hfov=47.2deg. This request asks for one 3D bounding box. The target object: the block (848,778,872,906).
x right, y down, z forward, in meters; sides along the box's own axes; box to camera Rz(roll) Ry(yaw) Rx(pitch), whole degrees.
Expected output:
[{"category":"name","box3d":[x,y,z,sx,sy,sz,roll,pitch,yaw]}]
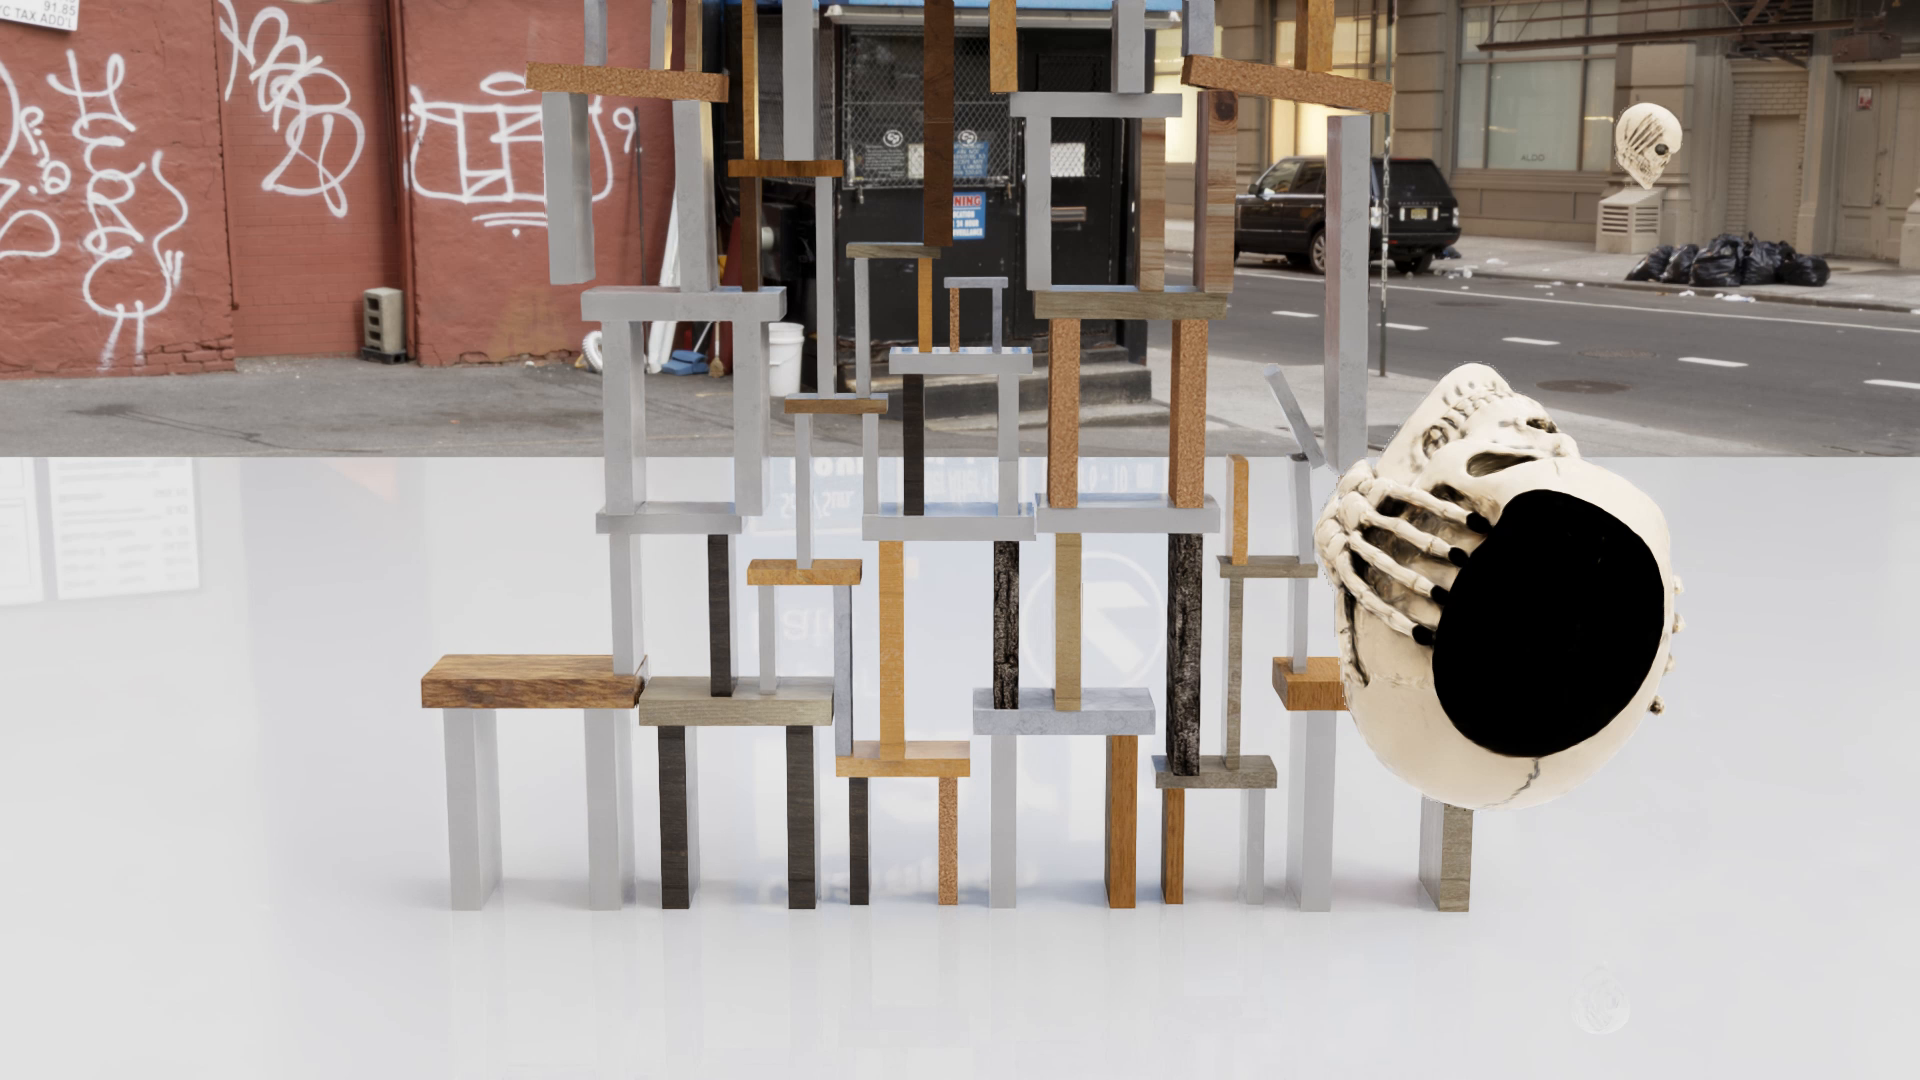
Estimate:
[{"category":"block","box3d":[-0.165,0.483,3.647,0.031,0.219,0.109,0,11,0]}]

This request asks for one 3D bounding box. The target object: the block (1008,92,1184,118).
[{"category":"block","box3d":[0.209,-0.679,3.434,0.265,0.037,0.132,1,11,0]}]

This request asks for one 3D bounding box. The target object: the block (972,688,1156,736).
[{"category":"block","box3d":[0.168,0.281,3.614,0.293,0.042,0.147,0,11,0]}]

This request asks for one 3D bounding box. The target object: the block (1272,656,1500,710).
[{"category":"block","box3d":[0.692,0.234,3.600,0.338,0.048,0.169,0,11,0]}]

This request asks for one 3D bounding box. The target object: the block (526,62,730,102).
[{"category":"block","box3d":[-0.515,-0.713,3.429,0.292,0.041,0.146,4,11,0]}]

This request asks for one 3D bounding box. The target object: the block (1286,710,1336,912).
[{"category":"block","box3d":[0.580,0.424,3.635,0.048,0.338,0.169,0,11,0]}]

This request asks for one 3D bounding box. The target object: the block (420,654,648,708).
[{"category":"block","box3d":[-0.693,0.231,3.606,0.340,0.048,0.170,0,11,0]}]

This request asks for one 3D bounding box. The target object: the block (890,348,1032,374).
[{"category":"block","box3d":[0.001,-0.286,3.505,0.225,0.032,0.113,0,11,0]}]

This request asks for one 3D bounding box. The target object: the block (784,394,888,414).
[{"category":"block","box3d":[-0.196,-0.219,3.518,0.161,0.023,0.081,0,11,0]}]

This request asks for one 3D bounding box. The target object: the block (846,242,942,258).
[{"category":"block","box3d":[-0.104,-0.459,3.479,0.148,0.021,0.074,0,11,0]}]

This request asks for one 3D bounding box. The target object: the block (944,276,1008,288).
[{"category":"block","box3d":[0.025,-0.408,3.481,0.101,0.014,0.050,0,10,0]}]

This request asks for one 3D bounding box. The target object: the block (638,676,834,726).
[{"category":"block","box3d":[-0.362,0.264,3.610,0.310,0.044,0.155,0,11,0]}]

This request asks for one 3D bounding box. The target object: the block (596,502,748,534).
[{"category":"block","box3d":[-0.463,-0.036,3.551,0.232,0.033,0.116,0,11,0]}]

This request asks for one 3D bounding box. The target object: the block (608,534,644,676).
[{"category":"block","box3d":[-0.541,0.094,3.575,0.033,0.232,0.116,0,11,0]}]

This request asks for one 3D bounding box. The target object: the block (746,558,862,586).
[{"category":"block","box3d":[-0.251,0.052,3.570,0.181,0.026,0.090,0,11,0]}]

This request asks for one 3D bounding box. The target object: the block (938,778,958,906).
[{"category":"block","box3d":[-0.020,0.483,3.647,0.031,0.219,0.109,0,11,0]}]

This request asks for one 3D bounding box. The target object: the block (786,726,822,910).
[{"category":"block","box3d":[-0.258,0.437,3.643,0.044,0.310,0.155,0,11,0]}]

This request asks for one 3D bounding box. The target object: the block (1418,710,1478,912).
[{"category":"block","box3d":[0.805,0.424,3.635,0.048,0.338,0.169,0,11,0]}]

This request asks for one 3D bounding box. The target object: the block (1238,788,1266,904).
[{"category":"block","box3d":[0.484,0.493,3.648,0.028,0.198,0.099,0,11,0]}]

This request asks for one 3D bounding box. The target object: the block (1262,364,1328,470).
[{"category":"block","box3d":[0.535,-0.198,3.527,0.024,0.167,0.084,-27,9,5]}]

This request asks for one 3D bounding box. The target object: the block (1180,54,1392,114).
[{"category":"block","box3d":[0.504,-0.709,3.421,0.307,0.043,0.153,8,10,-1]}]

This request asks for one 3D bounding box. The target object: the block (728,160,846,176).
[{"category":"block","box3d":[-0.271,-0.584,3.453,0.177,0.025,0.089,0,11,0]}]

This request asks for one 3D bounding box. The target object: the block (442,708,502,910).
[{"category":"block","box3d":[-0.805,0.422,3.641,0.048,0.340,0.170,0,11,0]}]

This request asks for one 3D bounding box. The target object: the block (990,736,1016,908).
[{"category":"block","box3d":[0.071,0.445,3.644,0.042,0.293,0.147,0,11,0]}]

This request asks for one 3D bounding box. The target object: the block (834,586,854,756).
[{"category":"block","box3d":[-0.191,0.204,3.598,0.026,0.285,0.090,0,11,0]}]

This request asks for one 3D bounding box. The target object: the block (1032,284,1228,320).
[{"category":"block","box3d":[0.266,-0.377,3.483,0.297,0.042,0.149,0,11,0]}]

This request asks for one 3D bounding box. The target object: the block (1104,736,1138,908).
[{"category":"block","box3d":[0.266,0.445,3.644,0.042,0.293,0.147,0,11,0]}]

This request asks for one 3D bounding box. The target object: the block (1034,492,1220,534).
[{"category":"block","box3d":[0.267,-0.044,3.547,0.290,0.041,0.145,0,11,0]}]

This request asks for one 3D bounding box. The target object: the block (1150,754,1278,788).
[{"category":"block","box3d":[0.417,0.382,3.627,0.198,0.028,0.099,0,11,0]}]

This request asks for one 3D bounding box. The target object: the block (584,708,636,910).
[{"category":"block","box3d":[-0.579,0.422,3.641,0.048,0.340,0.170,0,11,0]}]

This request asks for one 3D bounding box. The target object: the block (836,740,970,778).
[{"category":"block","box3d":[-0.093,0.360,3.624,0.219,0.031,0.109,0,11,0]}]

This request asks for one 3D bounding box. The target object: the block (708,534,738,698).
[{"category":"block","box3d":[-0.385,0.111,3.578,0.033,0.267,0.116,0,11,0]}]

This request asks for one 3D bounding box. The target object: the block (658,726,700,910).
[{"category":"block","box3d":[-0.465,0.437,3.643,0.044,0.310,0.155,0,11,0]}]

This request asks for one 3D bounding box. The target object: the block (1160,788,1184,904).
[{"category":"block","box3d":[0.353,0.493,3.649,0.028,0.198,0.099,0,11,0]}]

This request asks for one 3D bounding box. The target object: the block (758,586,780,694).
[{"category":"block","box3d":[-0.311,0.153,3.589,0.026,0.181,0.090,0,10,0]}]

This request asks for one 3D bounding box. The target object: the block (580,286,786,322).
[{"category":"block","box3d":[-0.434,-0.375,3.487,0.307,0.043,0.153,0,11,0]}]

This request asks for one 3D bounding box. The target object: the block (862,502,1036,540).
[{"category":"block","box3d":[-0.017,-0.030,3.555,0.276,0.039,0.138,0,11,0]}]

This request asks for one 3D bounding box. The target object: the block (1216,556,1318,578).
[{"category":"block","box3d":[0.497,0.043,3.572,0.157,0.022,0.079,0,11,1]}]
